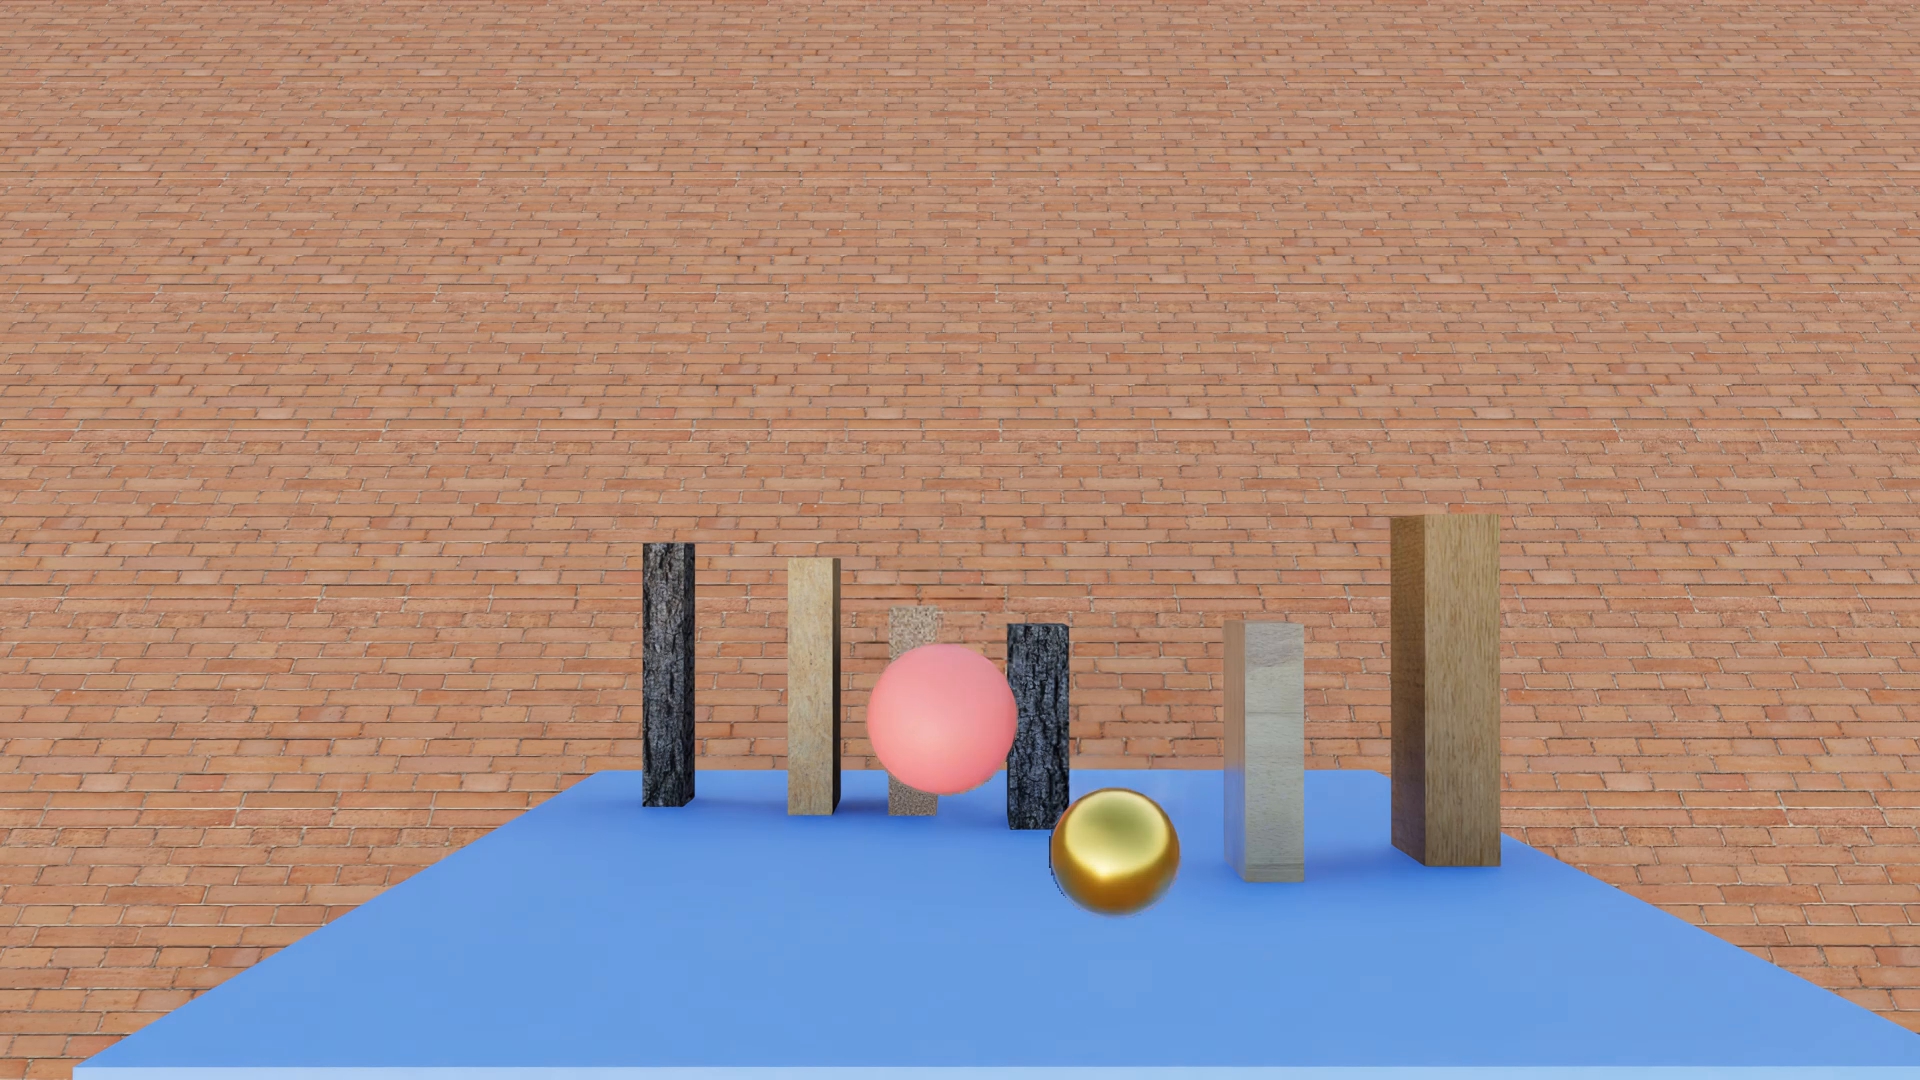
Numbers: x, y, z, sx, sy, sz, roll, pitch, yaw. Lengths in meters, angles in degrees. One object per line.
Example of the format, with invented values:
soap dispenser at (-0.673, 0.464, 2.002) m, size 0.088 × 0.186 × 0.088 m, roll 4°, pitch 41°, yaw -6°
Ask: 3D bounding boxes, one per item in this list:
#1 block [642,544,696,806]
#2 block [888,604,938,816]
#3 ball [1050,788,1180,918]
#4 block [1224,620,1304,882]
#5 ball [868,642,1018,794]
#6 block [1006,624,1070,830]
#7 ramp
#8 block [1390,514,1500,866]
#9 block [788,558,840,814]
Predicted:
block at (-0.651, 0.297, 5.804) m, size 0.090 × 0.578 × 0.246 m, roll 0°, pitch -1°, yaw 0°
block at (-0.101, 0.365, 5.699) m, size 0.101 × 0.438 × 0.443 m, roll 0°, pitch -1°, yaw 0°
ball at (0.161, 0.324, 2.686) m, size 0.134 × 0.134 × 0.134 m, roll 0°, pitch 32°, yaw 0°
block at (0.523, 0.356, 4.482) m, size 0.098 × 0.429 × 0.350 m, roll 0°, pitch -1°, yaw 0°
ball at (-0.021, 0.215, 3.124) m, size 0.181 × 0.181 × 0.181 m, roll 0°, pitch 32°, yaw 0°
block at (0.159, 0.378, 5.340) m, size 0.119 × 0.406 × 0.321 m, roll 0°, pitch -1°, yaw 0°
ramp at (0.071, 0.624, 4.711) m, size 2.000 × 0.100 × 4.000 m, roll 0°, pitch -1°, yaw 0°
block at (0.881, 0.265, 4.719) m, size 0.132 × 0.616 × 0.360 m, roll 0°, pitch -1°, yaw 0°
block at (-0.318, 0.312, 5.685) m, size 0.094 × 0.544 × 0.391 m, roll 0°, pitch -1°, yaw 0°
